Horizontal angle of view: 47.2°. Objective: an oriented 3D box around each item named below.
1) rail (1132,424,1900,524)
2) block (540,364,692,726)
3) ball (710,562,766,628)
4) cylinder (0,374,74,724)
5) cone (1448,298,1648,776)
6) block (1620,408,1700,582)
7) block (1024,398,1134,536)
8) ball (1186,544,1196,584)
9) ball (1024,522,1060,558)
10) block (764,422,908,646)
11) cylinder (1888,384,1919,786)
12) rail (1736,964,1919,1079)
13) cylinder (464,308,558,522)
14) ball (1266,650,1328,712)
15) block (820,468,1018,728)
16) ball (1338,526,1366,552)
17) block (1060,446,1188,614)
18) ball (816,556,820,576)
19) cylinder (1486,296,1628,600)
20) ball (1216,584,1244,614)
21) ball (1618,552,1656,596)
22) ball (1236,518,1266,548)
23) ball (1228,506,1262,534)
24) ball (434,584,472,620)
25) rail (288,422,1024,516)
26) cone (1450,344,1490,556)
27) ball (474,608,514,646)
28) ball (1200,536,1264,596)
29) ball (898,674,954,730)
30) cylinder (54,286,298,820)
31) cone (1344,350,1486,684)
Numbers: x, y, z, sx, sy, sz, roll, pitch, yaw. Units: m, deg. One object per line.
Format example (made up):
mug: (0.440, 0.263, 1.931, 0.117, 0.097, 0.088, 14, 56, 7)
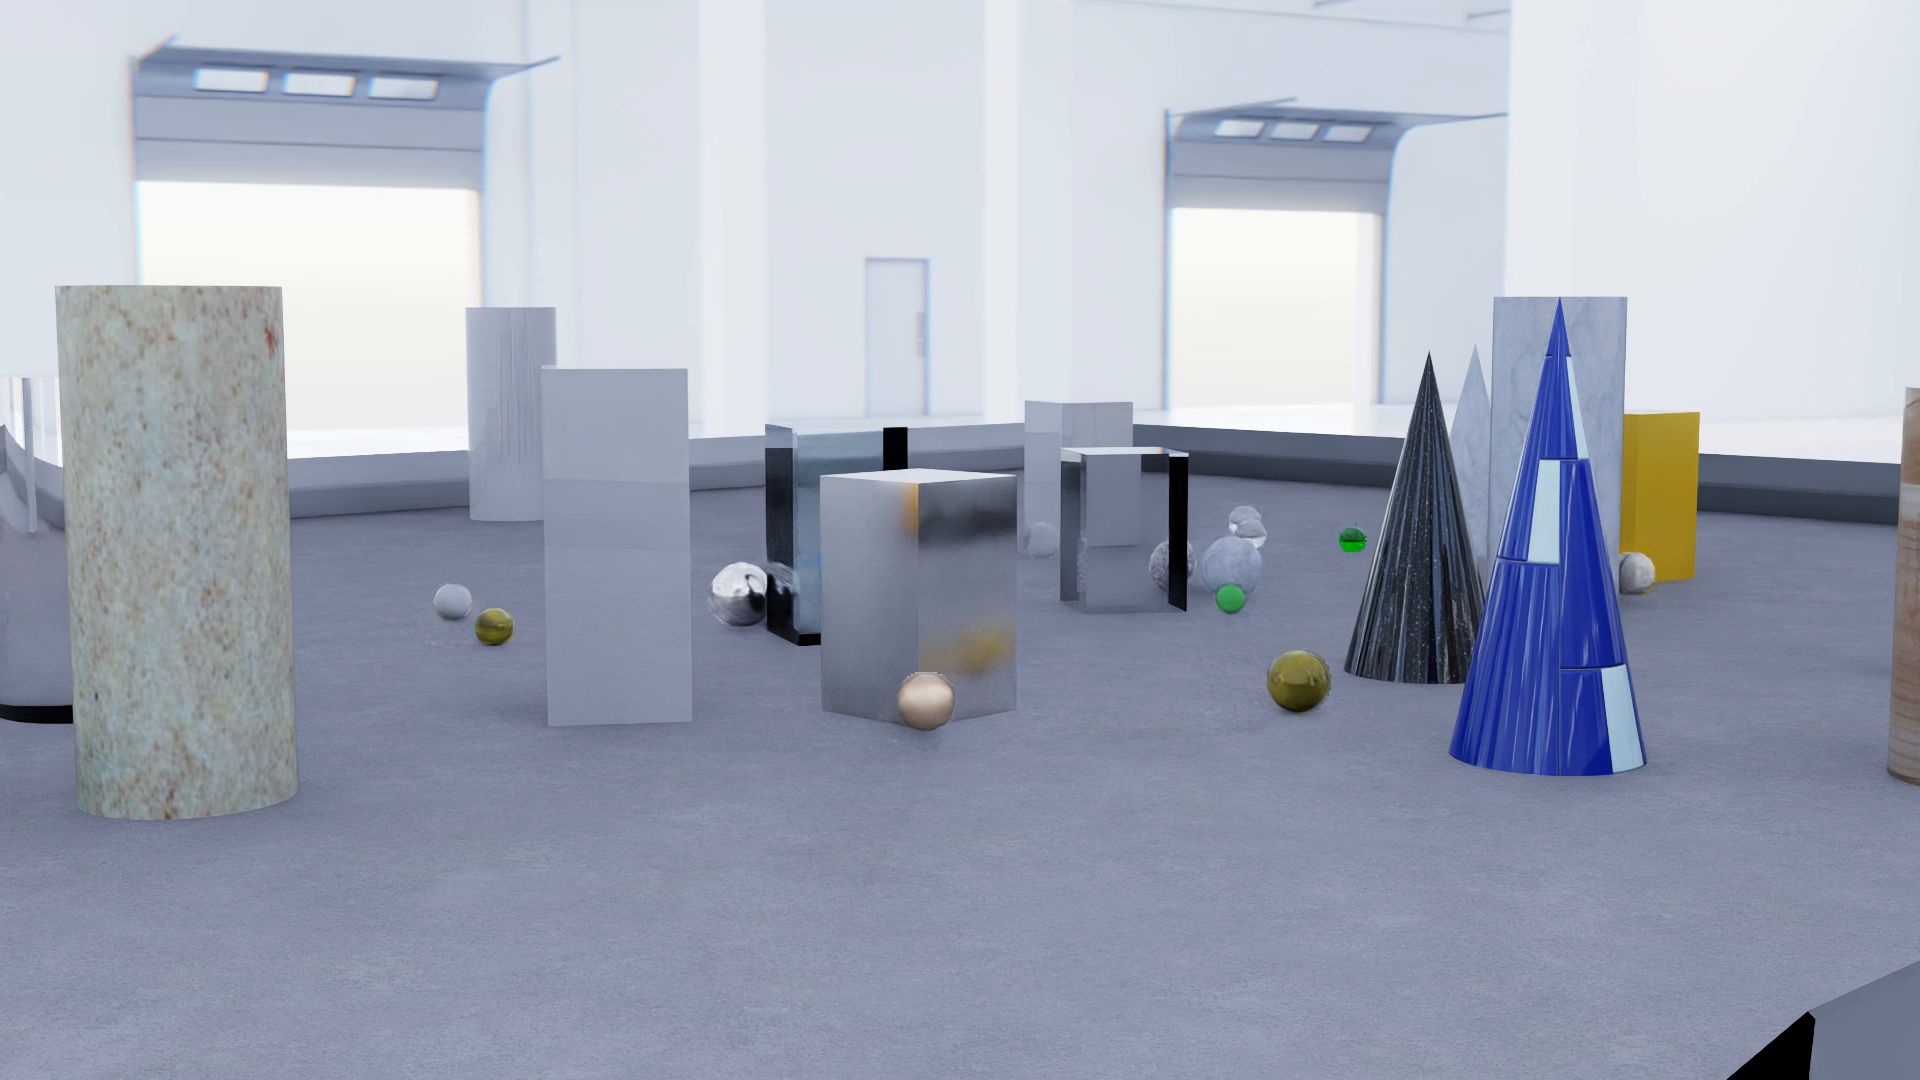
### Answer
rail: (1.636, -0.126, 4.834, 0.045, 0.125, 3.965, -6, 8, -42)
block: (-0.379, 0.000, 2.421, 0.153, 0.381, 0.153, -1, 6, -10)
ball: (-0.305, 0.077, 3.081, 0.091, 0.091, 0.091, 0, 6, 0)
cylinder: (-0.973, 0.003, 2.441, 0.192, 0.371, 0.192, 0, 6, 0)
cone: (0.586, -0.012, 2.173, 0.192, 0.458, 0.192, 0, 6, 0)
block: (1.110, -0.076, 3.649, 0.153, 0.276, 0.153, -4, 7, -34)
block: (0.228, -0.135, 4.249, 0.153, 0.268, 0.153, -3, 7, -26)
ball: (0.328, 0.035, 3.479, 0.090, 0.090, 0.090, 0, 6, 0)
ball: (0.146, 0.001, 3.927, 0.064, 0.064, 0.064, 0, 6, 0)
block: (-0.169, -0.013, 2.993, 0.153, 0.287, 0.153, -2, 6, -21)
cylinder: (0.986, 0.042, 2.073, 0.192, 0.371, 0.192, 0, 6, 0)
rail: (1.328, 0.183, 1.900, 4.501, 0.125, 0.045, -6, 8, -42)
cylinder: (-0.953, -0.272, 4.690, 0.192, 0.447, 0.192, 0, 6, 0)
ball: (0.374, 0.156, 2.435, 0.068, 0.068, 0.068, 0, 6, 0)
block: (-0.046, 0.059, 2.433, 0.153, 0.262, 0.153, 6, 8, 44)
ball: (0.718, -0.001, 4.023, 0.049, 0.049, 0.049, 0, 6, 0)
block: (0.243, -0.017, 3.287, 0.153, 0.234, 0.153, -1, 6, -11)
ball: (-0.193, 0.041, 3.513, 0.072, 0.072, 0.072, 0, 6, 0)
cylinder: (0.889, -0.131, 3.282, 0.192, 0.462, 0.192, 0, 6, 0)
ball: (0.396, 0.087, 3.220, 0.042, 0.042, 0.042, 0, 6, 0)
ball: (1.017, 0.051, 3.326, 0.069, 0.069, 0.069, 0, 6, 0)
ball: (0.538, -0.010, 4.065, 0.058, 0.058, 0.058, 0, 6, 0)
ball: (0.555, -0.035, 4.275, 0.065, 0.065, 0.065, 0, 6, 0)
ball: (-0.726, 0.089, 3.148, 0.053, 0.053, 0.053, 0, 6, 0)
rail: (-1.328, -0.118, 4.764, 4.501, 0.125, 0.045, -6, 8, -42)
cone: (0.941, -0.170, 4.033, 0.192, 0.383, 0.192, 0, 6, 0)
ball: (-0.616, 0.115, 2.910, 0.050, 0.050, 0.050, 0, 6, 0)
ball: (0.419, 0.042, 3.386, 0.096, 0.096, 0.096, 0, 6, 0)
ball: (-0.035, 0.170, 2.306, 0.060, 0.060, 0.060, 0, 6, 0)
cylinder: (-0.707, 0.004, 1.992, 0.192, 0.464, 0.192, 0, 6, 0)
cone: (0.570, -0.035, 2.691, 0.192, 0.396, 0.192, 0, 6, 0)
